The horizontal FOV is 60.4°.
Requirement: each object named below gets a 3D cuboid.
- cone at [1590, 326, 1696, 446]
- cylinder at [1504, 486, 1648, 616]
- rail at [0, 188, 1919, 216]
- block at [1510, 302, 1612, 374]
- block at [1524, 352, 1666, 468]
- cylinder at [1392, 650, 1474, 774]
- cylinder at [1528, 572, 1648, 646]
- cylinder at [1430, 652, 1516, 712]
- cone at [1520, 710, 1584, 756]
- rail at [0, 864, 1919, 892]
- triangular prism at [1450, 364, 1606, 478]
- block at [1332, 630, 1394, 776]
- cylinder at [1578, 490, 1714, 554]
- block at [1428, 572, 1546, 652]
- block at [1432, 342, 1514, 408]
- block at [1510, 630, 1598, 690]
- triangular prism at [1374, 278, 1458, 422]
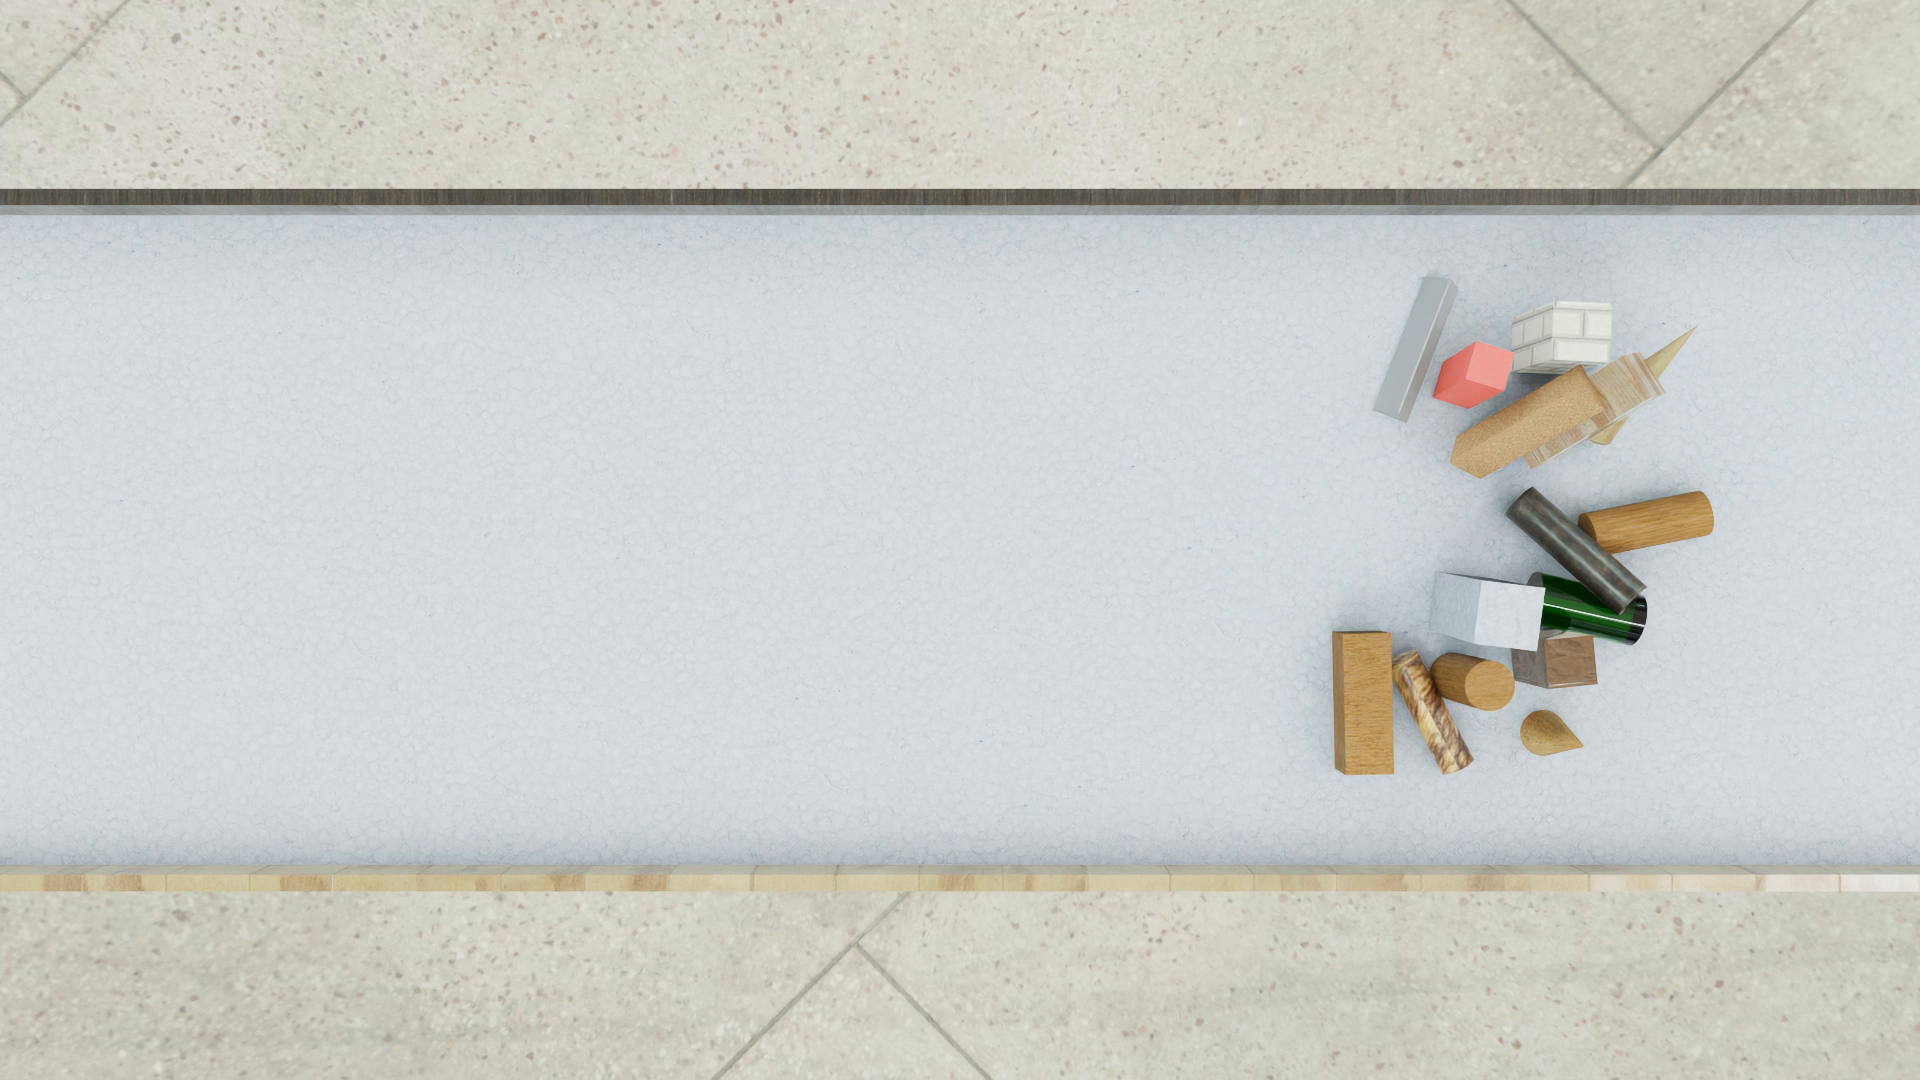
[{"bbox_3d":[2.013,-0.482,4.859,0.156,0.459,0.156,15,48,-18],"label":"cone"},{"bbox_3d":[1.843,0.031,4.942,0.119,0.119,0.441,-43,69,0],"label":"cylinder"},{"bbox_3d":[-2.247,-1.025,5.002,12.000,0.150,0.050,0,90,0],"label":"rail"},{"bbox_3d":[1.782,-0.597,4.901,0.168,0.351,0.168,3,90,0],"label":"block"},{"bbox_3d":[1.849,-0.381,4.879,0.407,0.142,0.142,-38,74,40],"label":"block"},{"bbox_3d":[1.430,0.524,5.024,0.105,0.105,0.374,-28,90,0],"label":"cylinder"},{"bbox_3d":[1.889,0.208,4.998,0.322,0.158,0.158,13,90,0],"label":"cylinder"},{"bbox_3d":[1.520,0.419,4.911,0.146,0.327,0.146,0,90,-2],"label":"cylinder"},{"bbox_3d":[1.794,0.594,4.906,0.141,0.341,0.141,0,90,0],"label":"cone"},{"bbox_3d":[-2.247,1.025,5.001,12.000,0.150,0.050,0,90,0],"label":"rail"},{"bbox_3d":[1.656,-0.338,4.871,0.438,0.129,0.148,-35,76,41],"label":"triangular prism"},{"bbox_3d":[1.222,0.491,5.004,0.145,0.145,0.422,-1,90,0],"label":"block"},{"bbox_3d":[2.080,-0.048,5.007,0.357,0.139,0.139,-11,90,0],"label":"cylinder"},{"bbox_3d":[1.538,0.204,4.844,0.178,0.458,0.178,7,92,0],"label":"block"},{"bbox_3d":[1.526,-0.488,4.913,0.116,0.316,0.116,17,85,1],"label":"block"},{"bbox_3d":[1.769,0.354,4.926,0.143,0.301,0.143,-6,90,0],"label":"block"},{"bbox_3d":[1.402,-0.584,5.026,0.110,0.095,0.438,21,90,0],"label":"triangular prism"}]
